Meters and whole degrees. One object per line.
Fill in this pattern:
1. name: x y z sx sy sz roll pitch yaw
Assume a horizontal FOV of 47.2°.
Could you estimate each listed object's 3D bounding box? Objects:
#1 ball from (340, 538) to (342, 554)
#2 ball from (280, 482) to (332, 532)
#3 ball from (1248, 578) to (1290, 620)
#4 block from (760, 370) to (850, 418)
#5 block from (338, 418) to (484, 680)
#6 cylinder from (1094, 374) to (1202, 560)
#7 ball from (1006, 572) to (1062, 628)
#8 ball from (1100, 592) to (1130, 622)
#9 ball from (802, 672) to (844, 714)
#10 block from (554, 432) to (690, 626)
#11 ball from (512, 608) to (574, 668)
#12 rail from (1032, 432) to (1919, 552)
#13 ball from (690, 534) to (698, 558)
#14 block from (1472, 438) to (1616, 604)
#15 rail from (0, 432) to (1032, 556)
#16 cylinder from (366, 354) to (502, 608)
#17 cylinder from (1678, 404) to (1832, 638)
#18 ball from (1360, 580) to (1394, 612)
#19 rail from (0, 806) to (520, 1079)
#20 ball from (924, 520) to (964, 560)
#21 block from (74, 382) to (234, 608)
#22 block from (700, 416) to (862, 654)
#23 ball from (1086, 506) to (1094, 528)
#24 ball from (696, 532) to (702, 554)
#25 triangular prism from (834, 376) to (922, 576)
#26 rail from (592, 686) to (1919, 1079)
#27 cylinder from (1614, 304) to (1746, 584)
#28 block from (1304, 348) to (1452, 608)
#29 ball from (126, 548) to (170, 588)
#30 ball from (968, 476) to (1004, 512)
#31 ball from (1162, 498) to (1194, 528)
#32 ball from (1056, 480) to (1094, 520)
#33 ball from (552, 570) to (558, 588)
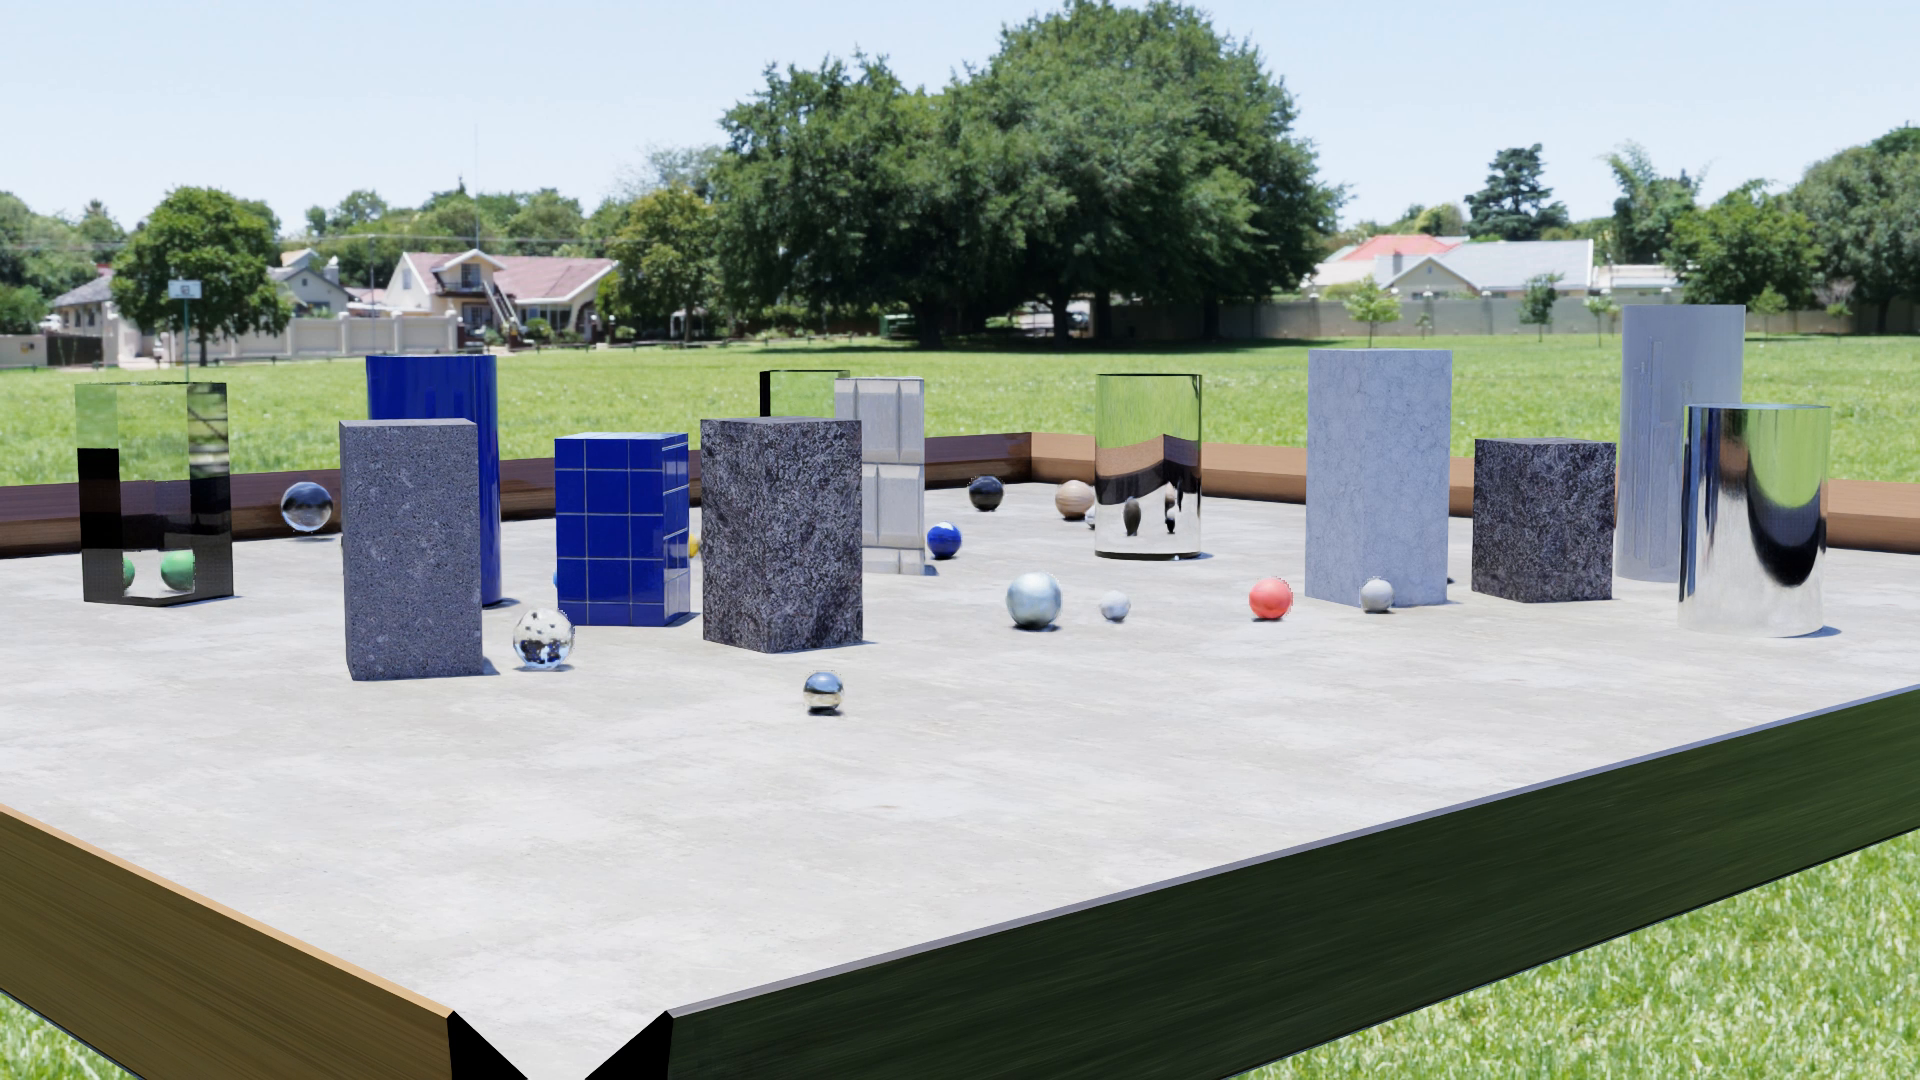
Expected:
1. ball: -1.000 0.010 3.716 0.092 0.092 0.092 0 6 0
2. ball: -1.257 -0.065 4.232 0.096 0.096 0.096 0 6 0
3. ball: 0.444 0.085 3.153 0.060 0.060 0.060 0 6 0
4. block: -0.308 -0.177 4.400 0.154 0.322 0.154 1 6 7
5. block: -0.680 0.007 2.721 0.154 0.306 0.154 -2 6 -18
6. cylinder: 0.340 -0.135 3.977 0.193 0.326 0.193 0 6 0
7. ball: 0.103 0.084 3.075 0.079 0.079 0.079 0 6 0
8. ball: 0.222 0.095 3.143 0.043 0.043 0.043 0 6 0
9. ball: -0.151 0.168 2.430 0.046 0.046 0.046 0 6 0
10. block: -0.482 -0.018 3.159 0.154 0.264 0.154 1 6 7
11. ball: -0.518 0.122 2.731 0.076 0.076 0.076 0 6 0
12. rail: 1.274 -0.090 4.501 0.045 0.125 3.261 -6 8 -42
13. ball: -0.490 0.011 3.919 0.047 0.047 0.047 0 6 0
14. block: 0.906 -0.034 3.421 0.154 0.241 0.154 -2 6 -17
15. rail: -1.090 -0.091 4.506 3.515 0.125 0.045 -6 8 -42
16. cylinder: -0.793 -0.091 3.321 0.193 0.375 0.193 0 6 0
17. cylinder: 1.106 -0.032 3.067 0.193 0.310 0.193 0 6 0
18. ball: 0.614 0.082 3.236 0.049 0.049 0.049 0 6 0
19. rail: -1.274 0.155 2.163 0.045 0.125 3.261 -6 8 -42
20. ball: -0.028 0.001 3.939 0.073 0.073 0.073 0 6 0
21. block: -1.233 -0.074 3.371 0.154 0.331 0.154 3 7 25
22. block: -0.239 -0.012 2.941 0.154 0.298 0.154 -5 8 -39
23. ball: 0.279 -0.046 4.445 0.051 0.051 0.051 0 6 0
24. ball: -0.449 0.005 3.947 0.053 0.053 0.053 0 6 0
25. triangular prism: -0.107 -0.114 3.766 0.167 0.328 0.145 3 7 25
26. rail: 1.090 0.156 2.158 3.515 0.125 0.045 -6 8 -42
27. cylinder: 1.194 -0.164 3.650 0.193 0.451 0.193 0 6 0
28. block: 0.637 -0.099 3.358 0.154 0.383 0.154 -3 7 -24
29. ball: -1.297 0.045 3.512 0.065 0.065 0.065 0 6 0
30. ball: 0.059 -0.102 4.850 0.078 0.078 0.078 0 6 0
31. ball: 0.438 -0.054 4.416 0.064 0.064 0.064 0 6 0
32. ball: 0.243 -0.084 4.656 0.083 0.083 0.083 0 6 0
33. ball: -0.623 0.061 3.476 0.041 0.041 0.041 0 6 0
